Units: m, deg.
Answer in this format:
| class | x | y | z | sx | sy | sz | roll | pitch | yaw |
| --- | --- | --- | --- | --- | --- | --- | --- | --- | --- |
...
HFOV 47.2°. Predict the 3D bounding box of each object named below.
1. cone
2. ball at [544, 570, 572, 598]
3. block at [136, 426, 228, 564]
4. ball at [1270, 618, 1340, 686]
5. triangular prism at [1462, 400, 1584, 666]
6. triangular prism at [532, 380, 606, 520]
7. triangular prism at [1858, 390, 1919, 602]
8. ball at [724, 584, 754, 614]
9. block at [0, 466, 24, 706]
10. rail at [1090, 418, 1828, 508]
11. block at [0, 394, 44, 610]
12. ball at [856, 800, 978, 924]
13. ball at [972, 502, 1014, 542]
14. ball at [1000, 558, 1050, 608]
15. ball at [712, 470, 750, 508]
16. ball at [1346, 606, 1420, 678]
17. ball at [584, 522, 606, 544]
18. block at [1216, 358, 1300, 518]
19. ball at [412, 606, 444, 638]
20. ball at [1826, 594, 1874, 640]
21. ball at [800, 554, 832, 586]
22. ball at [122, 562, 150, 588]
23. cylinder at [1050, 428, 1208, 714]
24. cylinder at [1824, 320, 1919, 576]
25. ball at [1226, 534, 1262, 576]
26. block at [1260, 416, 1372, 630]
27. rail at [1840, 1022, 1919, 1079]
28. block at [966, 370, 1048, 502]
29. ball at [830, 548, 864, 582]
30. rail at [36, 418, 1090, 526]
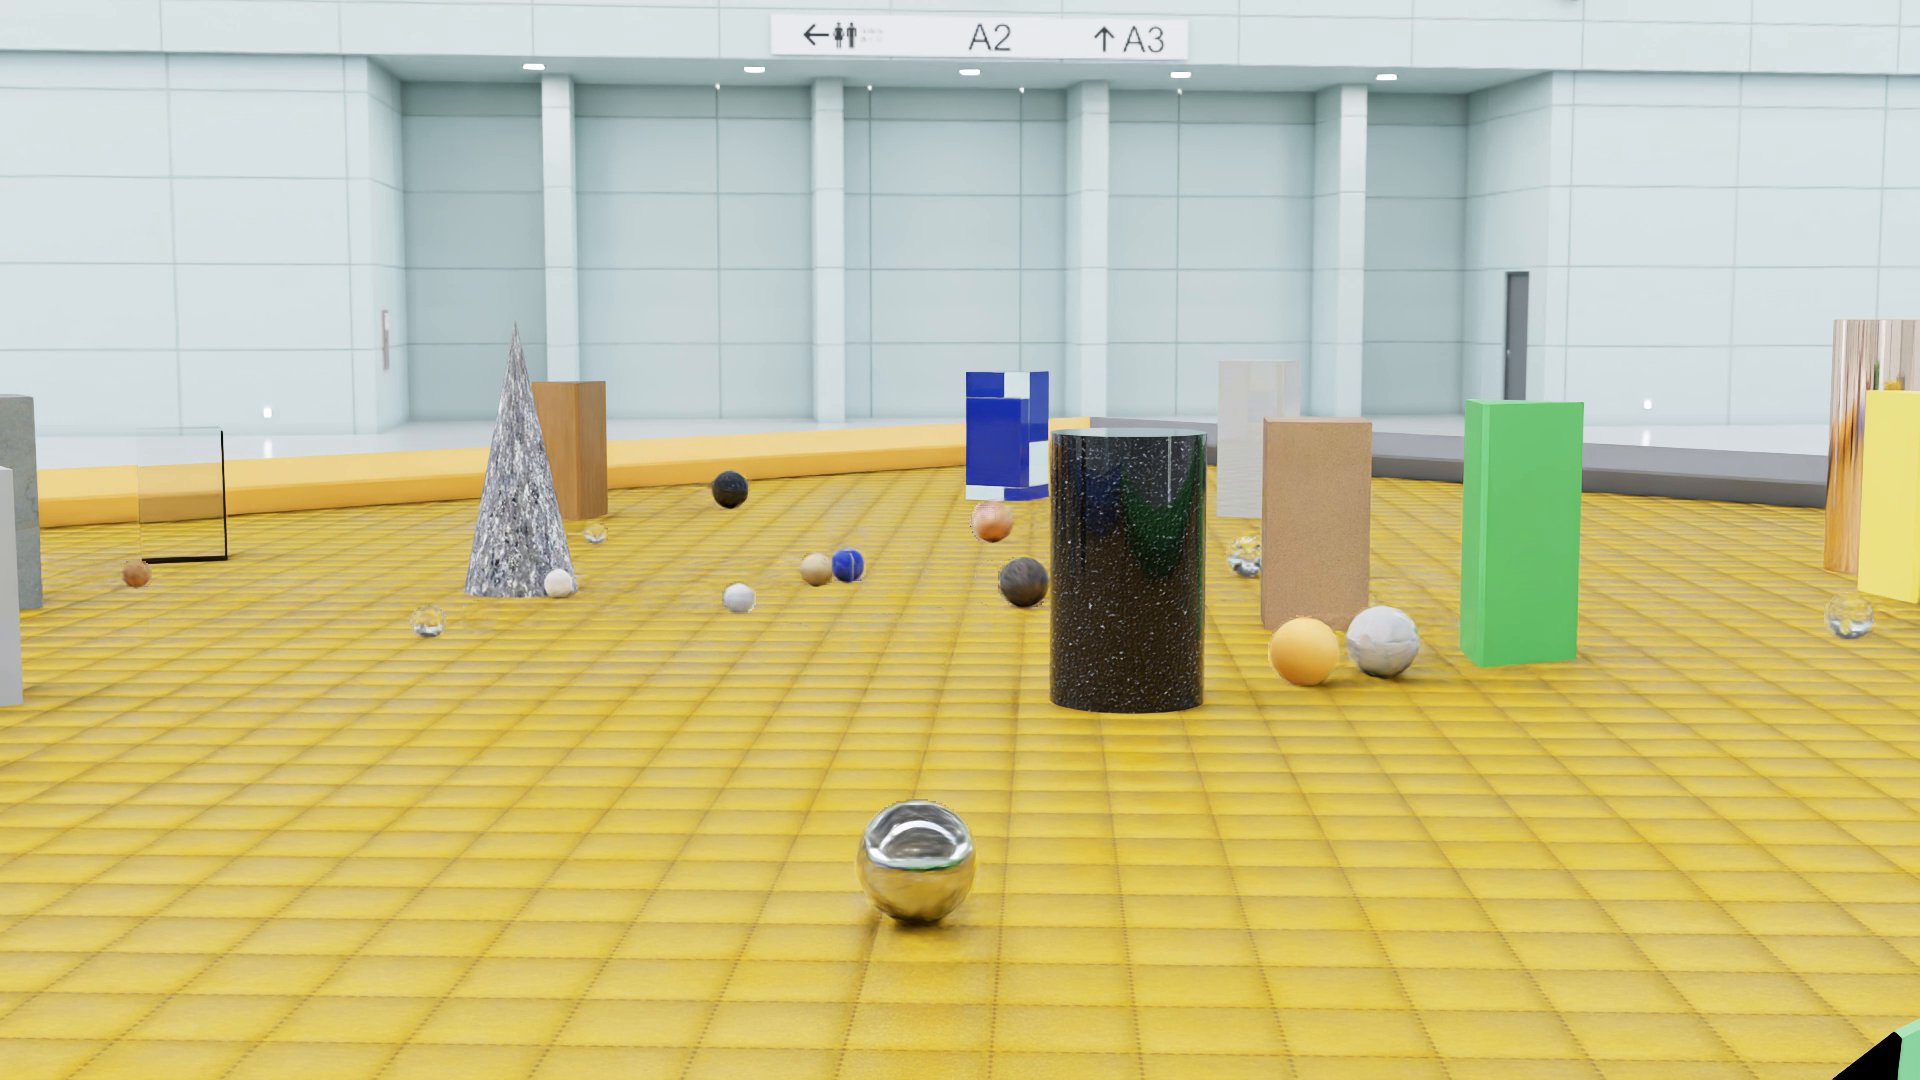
| class | x | y | z | sx | sy | sz | roll | pitch | yaw |
| --- | --- | --- | --- | --- | --- | --- | --- | --- | --- |
| cone | -0.683 | -0.133 | 3.397 | 0.174 | 0.424 | 0.174 | 0 | 6 | 0 |
| ball | -0.608 | 0.066 | 3.330 | 0.043 | 0.043 | 0.043 | 0 | 6 | 0 |
| block | -1.359 | -0.080 | 3.837 | 0.140 | 0.226 | 0.140 | -2 | 7 | -21 |
| ball | 0.402 | 0.130 | 2.565 | 0.080 | 0.080 | 0.080 | 0 | 6 | 0 |
| triangular prism | 0.678 | -0.014 | 2.771 | 0.151 | 0.322 | 0.131 | -3 | 7 | -25 |
| triangular prism | -0.792 | -0.190 | 4.591 | 0.151 | 0.281 | 0.131 | 6 | 8 | 42 |
| triangular prism | 1.439 | -0.071 | 3.354 | 0.151 | 0.310 | 0.131 | -5 | 8 | -38 |
| ball | -0.318 | 0.084 | 3.162 | 0.043 | 0.043 | 0.043 | 0 | 6 | 0 |
| block | -1.139 | 0.051 | 2.450 | 0.140 | 0.262 | 0.140 | -4 | 8 | -35 |
| rail | 1.723 | -0.141 | 4.914 | 0.045 | 0.113 | 4.021 | -6 | 8 | -42 |
| block | -1.439 | -0.056 | 3.225 | 0.140 | 0.309 | 0.140 | -4 | 7 | -33 |
| ball | -0.031 | 0.232 | 1.586 | 0.087 | 0.087 | 0.087 | 0 | 6 | 0 |
| ball | 0.062 | -0.034 | 4.101 | 0.076 | 0.076 | 0.076 | 0 | 6 | 0 |
| ball | 0.094 | 0.062 | 3.228 | 0.073 | 0.073 | 0.073 | 0 | 6 | 0 |
| ball | -0.499 | -0.110 | 4.778 | 0.082 | 0.082 | 0.082 | 0 | 6 | 0 |
| ball | 0.503 | 0.121 | 2.616 | 0.087 | 0.087 | 0.087 | 0 | 6 | 0 |
| ball | -0.674 | -0.012 | 4.065 | 0.040 | 0.040 | 0.040 | 0 | 6 | 0 |
| block | 0.628 | -0.215 | 4.618 | 0.140 | 0.325 | 0.140 | 3 | 7 | 22 |
| ball | -0.708 | 0.110 | 2.932 | 0.042 | 0.042 | 0.042 | 0 | 6 | 0 |
| ball | 1.182 | 0.102 | 2.921 | 0.060 | 0.060 | 0.060 | 0 | 6 | 0 |
| ball | -0.226 | 0.047 | 3.465 | 0.052 | 0.052 | 0.052 | 0 | 6 | 0 |
| ball | -1.289 | 0.055 | 3.443 | 0.041 | 0.041 | 0.041 | 0 | 6 | 0 |
| cylinder | 0.187 | 0.030 | 2.462 | 0.174 | 0.301 | 0.174 | 0 | 6 | 0 |
| cylinder | 1.535 | -0.157 | 3.650 | 0.174 | 0.417 | 0.174 | 0 | 6 | 0 |
| ball | 0.471 | 0.025 | 3.588 | 0.070 | 0.070 | 0.070 | 0 | 6 | 0 |
| block | 0.493 | -0.025 | 3.055 | 0.140 | 0.284 | 0.140 | 1 | 6 | 5 |
| rail | 1.347 | 0.186 | 1.881 | 4.737 | 0.113 | 0.045 | -6 | 8 | -42 |
| block | 0.108 | -0.240 | 5.018 | 0.140 | 0.289 | 0.140 | 3 | 7 | 29 |
| ball | -0.180 | 0.040 | 3.512 | 0.055 | 0.055 | 0.055 | 0 | 6 | 0 |
| rail | -1.347 | -0.127 | 4.785 | 4.737 | 0.113 | 0.045 | -6 | 8 | -42 |
